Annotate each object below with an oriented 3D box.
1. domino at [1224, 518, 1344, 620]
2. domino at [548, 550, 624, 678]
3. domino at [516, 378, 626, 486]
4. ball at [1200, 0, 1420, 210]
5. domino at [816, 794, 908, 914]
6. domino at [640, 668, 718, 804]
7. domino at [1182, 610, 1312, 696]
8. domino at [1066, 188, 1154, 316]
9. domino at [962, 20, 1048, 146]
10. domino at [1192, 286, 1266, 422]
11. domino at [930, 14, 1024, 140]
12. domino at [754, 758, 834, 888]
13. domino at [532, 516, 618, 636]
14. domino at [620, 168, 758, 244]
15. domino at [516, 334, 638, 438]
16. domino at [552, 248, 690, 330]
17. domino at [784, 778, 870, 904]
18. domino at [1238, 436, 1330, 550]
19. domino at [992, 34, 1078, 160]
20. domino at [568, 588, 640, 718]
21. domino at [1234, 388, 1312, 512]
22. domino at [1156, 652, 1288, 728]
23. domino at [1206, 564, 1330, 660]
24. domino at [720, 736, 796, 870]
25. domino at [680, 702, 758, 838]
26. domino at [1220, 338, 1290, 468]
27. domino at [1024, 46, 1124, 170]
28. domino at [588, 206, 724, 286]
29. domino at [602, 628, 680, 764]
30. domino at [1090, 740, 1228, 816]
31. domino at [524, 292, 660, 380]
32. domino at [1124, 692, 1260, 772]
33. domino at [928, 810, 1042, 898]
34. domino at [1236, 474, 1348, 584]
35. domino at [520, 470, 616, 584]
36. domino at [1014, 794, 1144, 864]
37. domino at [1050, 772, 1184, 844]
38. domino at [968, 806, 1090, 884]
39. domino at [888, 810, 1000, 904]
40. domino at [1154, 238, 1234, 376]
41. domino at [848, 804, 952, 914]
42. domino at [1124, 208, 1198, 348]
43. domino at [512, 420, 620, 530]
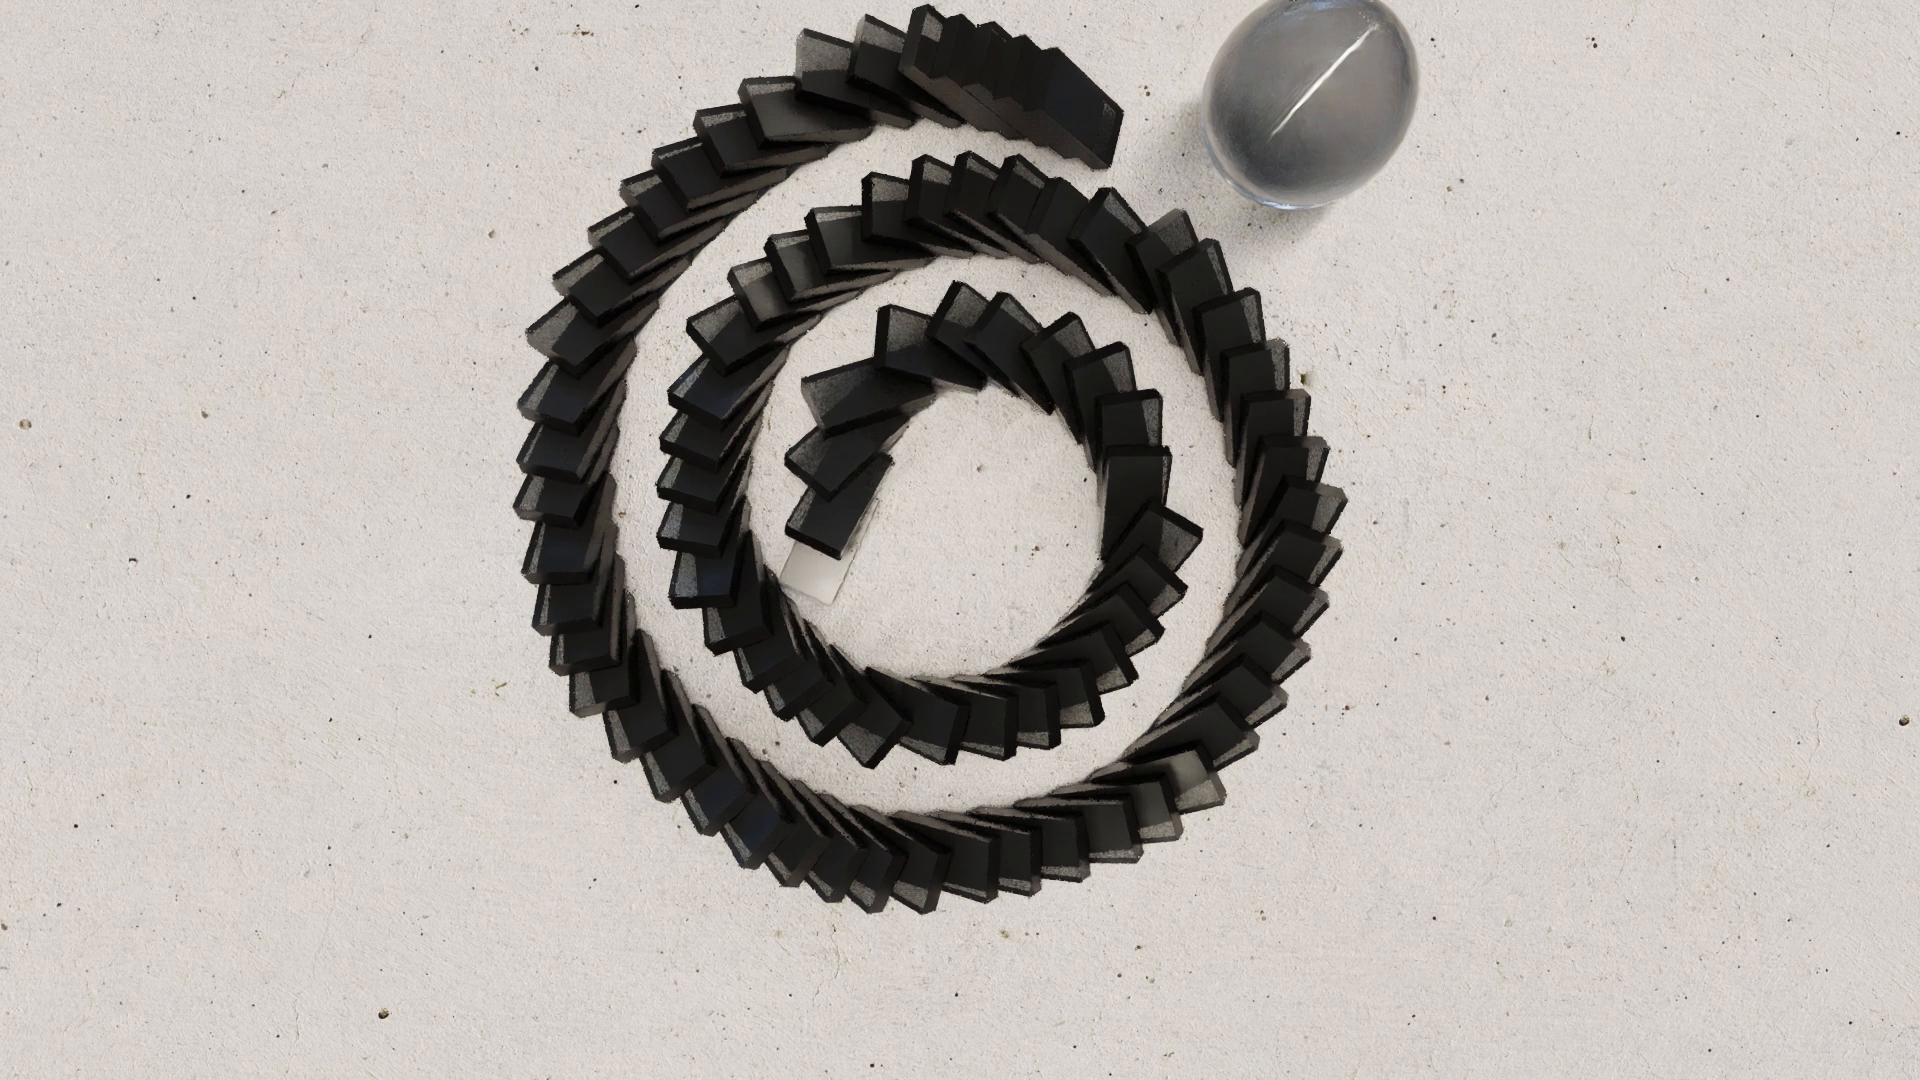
[{"bbox_3d":[0.134,0.017,0.381,0.025,0.010,0.050,20,124,-4],"label":"domino"},{"bbox_3d":[-0.155,0.030,0.382,0.025,0.009,0.050,-12,57,2],"label":"domino"},{"bbox_3d":[-0.162,-0.048,0.383,0.025,0.009,0.050,11,60,1],"label":"domino"},{"bbox_3d":[0.136,-0.172,0.360,0.080,0.080,0.080,0,90,0],"label":"ball"},{"bbox_3d":[-0.047,0.129,0.381,0.050,0.010,0.025,24,90,39],"label":"domino"},{"bbox_3d":[-0.122,0.081,0.383,0.025,0.010,0.050,-36,57,0],"label":"domino"},{"bbox_3d":[0.119,0.054,0.382,0.025,0.010,0.050,37,123,0],"label":"domino"},{"bbox_3d":[0.069,-0.119,0.381,0.050,0.009,0.025,34,88,-35],"label":"domino"},{"bbox_3d":[0.024,-0.187,0.379,0.010,0.050,0.025,14,90,43],"label":"domino"},{"bbox_3d":[0.115,-0.077,0.383,0.025,0.009,0.050,-20,121,0],"label":"domino"},{"bbox_3d":[0.011,-0.190,0.379,0.009,0.050,0.025,14,90,43],"label":"domino"},{"bbox_3d":[-0.076,0.117,0.381,0.050,0.010,0.025,36,91,38],"label":"domino"},{"bbox_3d":[-0.160,0.014,0.381,0.025,0.009,0.050,-8,57,4],"label":"domino"},{"bbox_3d":[-0.113,-0.145,0.383,0.050,0.010,0.025,-37,90,-31],"label":"domino"},{"bbox_3d":[-0.159,-0.069,0.383,0.025,0.010,0.050,19,60,2],"label":"domino"},{"bbox_3d":[-0.141,-0.113,0.384,0.025,0.009,0.050,43,63,0],"label":"domino"},{"bbox_3d":[-0.061,0.124,0.380,0.050,0.009,0.025,30,92,39],"label":"domino"},{"bbox_3d":[0.134,-0.019,0.381,0.025,0.010,0.050,0,126,-2],"label":"domino"},{"bbox_3d":[0.036,-0.182,0.379,0.009,0.050,0.025,14,90,43],"label":"domino"},{"bbox_3d":[-0.149,0.047,0.383,0.025,0.009,0.050,-15,59,0],"label":"domino"},{"bbox_3d":[0.130,-0.037,0.383,0.025,0.009,0.050,-6,121,0],"label":"domino"},{"bbox_3d":[0.109,0.072,0.383,0.025,0.009,0.050,43,122,0],"label":"domino"},{"bbox_3d":[0.127,0.036,0.382,0.025,0.010,0.050,28,123,-2],"label":"domino"},{"bbox_3d":[-0.091,0.109,0.381,0.025,0.010,0.050,-49,52,2],"label":"domino"},{"bbox_3d":[-0.107,0.095,0.382,0.025,0.010,0.050,-43,56,0],"label":"domino"},{"bbox_3d":[0.124,-0.057,0.384,0.025,0.009,0.050,-12,119,0],"label":"domino"},{"bbox_3d":[0.048,-0.177,0.379,0.010,0.050,0.025,14,90,43],"label":"domino"},{"bbox_3d":[-0.127,-0.130,0.385,0.025,0.009,0.050,47,63,0],"label":"domino"},{"bbox_3d":[-0.137,0.065,0.383,0.025,0.010,0.050,-28,59,0],"label":"domino"},{"bbox_3d":[0.082,0.103,0.383,0.050,0.010,0.025,-26,91,31],"label":"domino"},{"bbox_3d":[-0.153,-0.093,0.384,0.025,0.009,0.050,36,62,0],"label":"domino"},{"bbox_3d":[0.096,0.087,0.383,0.025,0.009,0.050,49,122,0],"label":"domino"},{"bbox_3d":[0.010,0.130,0.383,0.050,0.010,0.025,-1,90,33],"label":"domino"},{"bbox_3d":[0.137,-0.001,0.381,0.025,0.010,0.050,13,125,-4],"label":"domino"},{"bbox_3d":[-0.162,-0.006,0.382,0.025,0.010,0.050,-1,57,3],"label":"domino"},{"bbox_3d":[0.049,0.121,0.382,0.050,0.009,0.025,-12,93,32],"label":"domino"},{"bbox_3d":[0.065,0.114,0.383,0.050,0.009,0.025,-17,90,31],"label":"domino"},{"bbox_3d":[0.028,0.127,0.383,0.050,0.010,0.025,-6,90,31],"label":"domino"},{"bbox_3d":[-0.007,0.131,0.382,0.050,0.010,0.025,3,92,33],"label":"domino"},{"bbox_3d":[0.102,-0.096,0.382,0.025,0.009,0.050,-31,121,-2],"label":"domino"},{"bbox_3d":[-0.029,0.132,0.382,0.050,0.010,0.025,15,90,36],"label":"domino"},{"bbox_3d":[0.091,-0.109,0.383,0.025,0.010,0.050,-35,122,0],"label":"domino"},{"bbox_3d":[-0.164,-0.030,0.383,0.025,0.010,0.050,10,60,0],"label":"domino"}]
